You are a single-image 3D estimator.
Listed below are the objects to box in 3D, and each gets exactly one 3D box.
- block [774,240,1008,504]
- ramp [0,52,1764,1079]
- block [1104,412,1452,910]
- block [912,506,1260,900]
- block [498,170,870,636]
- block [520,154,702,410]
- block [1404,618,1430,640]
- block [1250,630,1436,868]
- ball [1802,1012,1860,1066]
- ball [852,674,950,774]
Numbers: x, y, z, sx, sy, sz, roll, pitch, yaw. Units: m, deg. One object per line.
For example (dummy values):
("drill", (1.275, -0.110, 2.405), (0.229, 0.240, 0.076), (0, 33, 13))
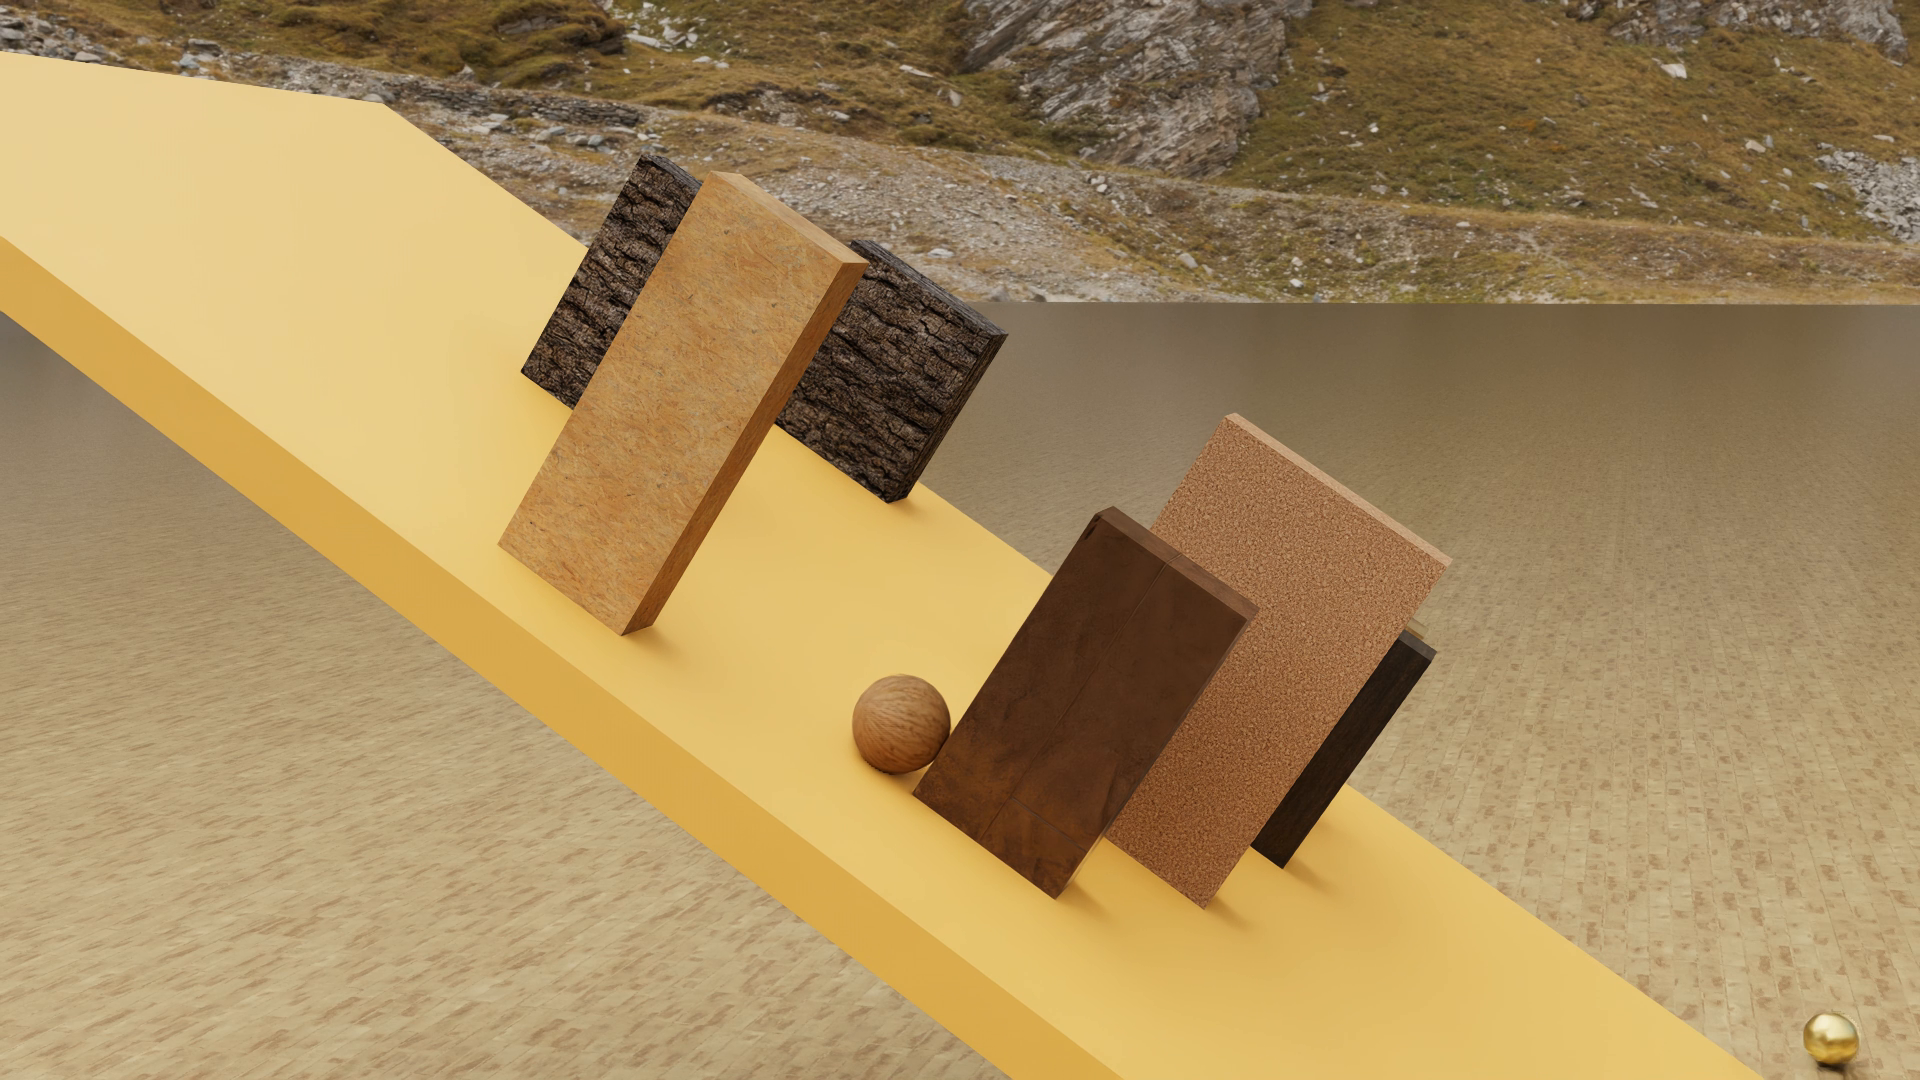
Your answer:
("block", (-0.176, -0.372, 4.839), (0.374, 0.439, 0.134), (35, 15, 10))
("ramp", (-0.132, 0.221, 4.102), (4.000, 0.100, 2.000), (35, 15, 10))
("block", (0.440, 0.206, 3.720), (0.435, 0.715, 0.103), (35, 15, 10))
("block", (0.193, 0.252, 3.417), (0.278, 0.540, 0.119), (35, 15, 10))
("block", (-0.426, -0.204, 3.350), (0.247, 0.675, 0.115), (35, 15, 10))
("block", (-0.542, -0.412, 4.142), (0.390, 0.483, 0.101), (35, 15, 10))
("block", (0.687, 0.278, 4.496), (0.327, 0.453, 0.110), (35, 15, 10))
("block", (0.575, 0.290, 4.165), (0.436, 0.488, 0.115), (35, 15, 10))
("ball", (2.040, 1.169, 5.151), (0.124, 0.124, 0.124), (0, 7, 0))
("ball", (-0.093, 0.289, 3.469), (0.156, 0.156, 0.156), (0, 7, 0))
